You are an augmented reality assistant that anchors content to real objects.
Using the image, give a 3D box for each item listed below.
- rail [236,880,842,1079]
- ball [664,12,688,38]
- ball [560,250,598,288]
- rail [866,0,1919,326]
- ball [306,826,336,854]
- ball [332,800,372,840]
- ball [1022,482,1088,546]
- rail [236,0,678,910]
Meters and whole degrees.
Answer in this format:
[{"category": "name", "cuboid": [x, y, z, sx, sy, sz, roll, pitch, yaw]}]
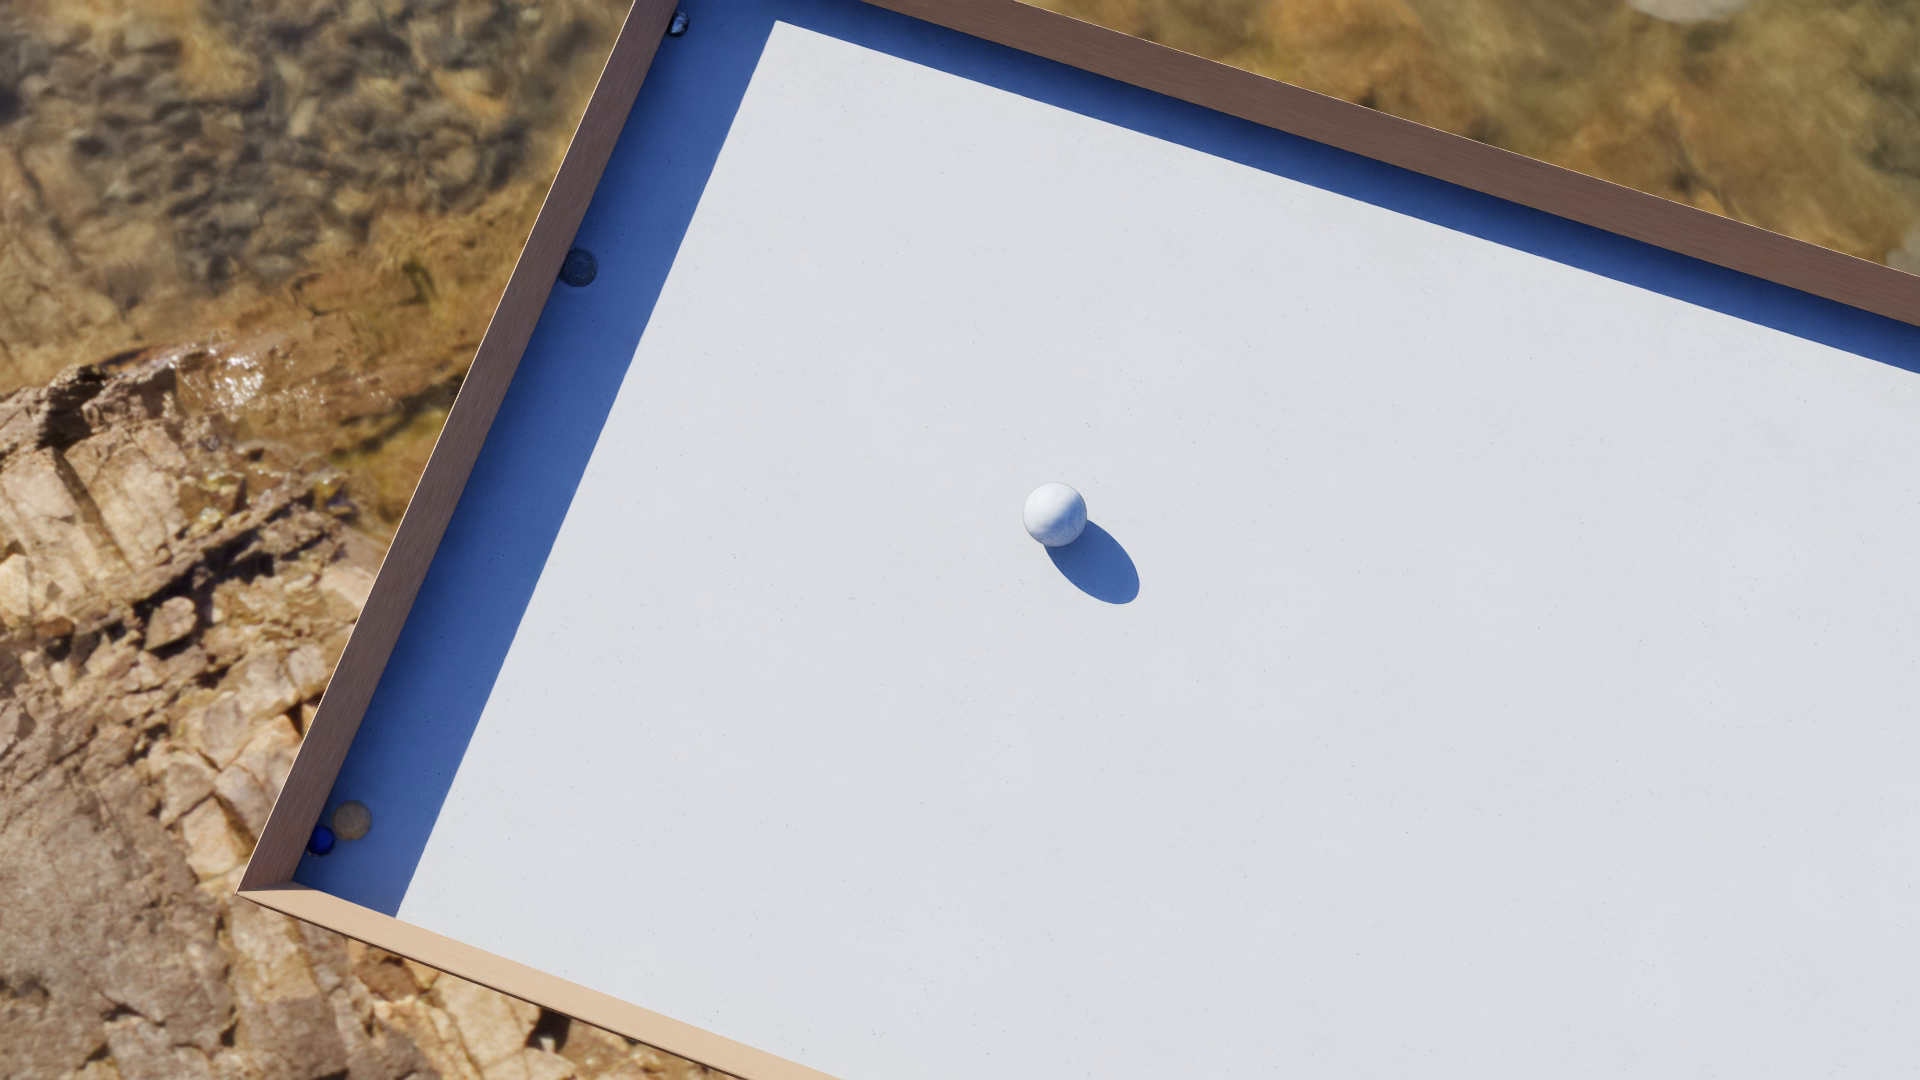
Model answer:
[{"category": "rail", "cuboid": [0.470, 0.999, 3.043, 3.168, 0.130, 0.045, 18, 73, 6]}, {"category": "ball", "cuboid": [-0.476, -0.863, 3.682, 0.042, 0.042, 0.042, 0, 72, 0]}, {"category": "ball", "cuboid": [-0.614, -0.437, 3.536, 0.061, 0.061, 0.061, 0, 72, 0]}, {"category": "rail", "cuboid": [1.026, -0.523, 3.526, 3.168, 0.130, 0.045, 18, 73, 6]}, {"category": "ball", "cuboid": [-0.951, 0.445, 3.265, 0.043, 0.043, 0.043, 0, 72, 0]}, {"category": "ball", "cuboid": [-0.903, 0.416, 3.267, 0.058, 0.058, 0.058, 0, 72, 0]}, {"category": "ball", "cuboid": [0.146, -0.039, 3.390, 0.100, 0.100, 0.100, 0, 72, 0]}, {"category": "rail", "cuboid": [-0.726, -0.252, 3.440, 0.045, 0.130, 1.738, 18, 73, 6]}]
